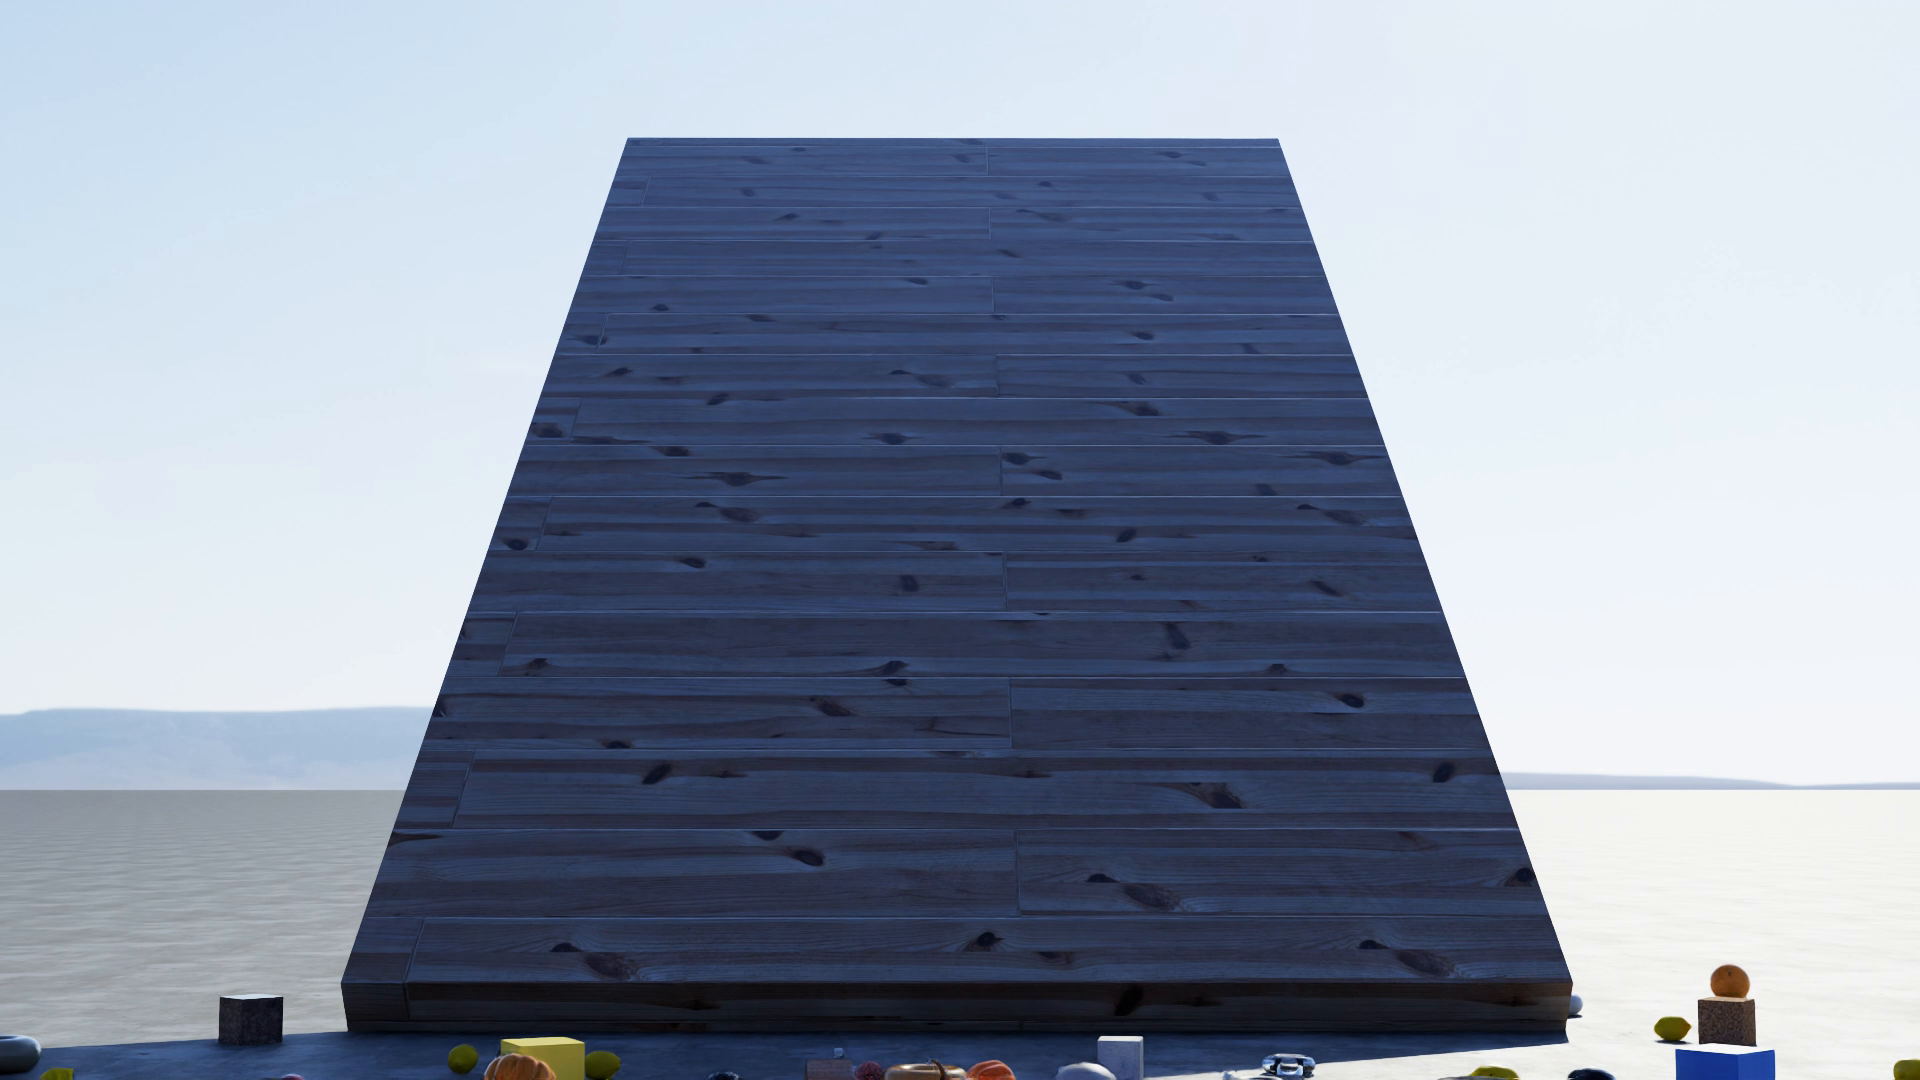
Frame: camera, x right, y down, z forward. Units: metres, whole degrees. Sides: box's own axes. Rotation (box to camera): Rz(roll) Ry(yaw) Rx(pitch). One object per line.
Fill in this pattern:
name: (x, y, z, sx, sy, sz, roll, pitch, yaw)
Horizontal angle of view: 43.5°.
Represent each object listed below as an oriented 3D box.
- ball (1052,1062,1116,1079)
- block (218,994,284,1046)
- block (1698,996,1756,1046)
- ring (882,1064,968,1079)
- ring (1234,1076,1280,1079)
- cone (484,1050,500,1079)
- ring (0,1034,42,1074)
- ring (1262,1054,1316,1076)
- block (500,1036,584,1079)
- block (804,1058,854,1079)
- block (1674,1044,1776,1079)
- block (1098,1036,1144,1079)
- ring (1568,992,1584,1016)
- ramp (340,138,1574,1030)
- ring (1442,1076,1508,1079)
ball: (0.141, 0.635, 2.712, 0.090, 0.090, 0.090, 0, -6, 0)
block: (-1.113, 0.752, 3.773, 0.071, 0.071, 0.071, -6, -8, 44)
block: (1.195, 0.751, 3.747, 0.069, 0.069, 0.069, -4, -7, 34)
ring: (-0.044, 0.701, 3.109, 0.117, 0.039, 0.117, 1, -6, 0)
ring: (0.386, 0.708, 3.107, 0.075, 0.025, 0.075, 1, -6, 0)
cone: (-0.600, 0.692, 3.153, 0.065, 0.065, 0.065, 0, -6, 0)
ring: (-1.372, 0.727, 3.397, 0.140, 0.047, 0.140, -1, -7, 0)
ring: (0.460, 0.734, 3.365, 0.076, 0.025, 0.076, 1, -7, 0)
block: (-0.522, 0.668, 3.005, 0.083, 0.083, 0.083, 3, -6, -27)
block: (-0.157, 0.658, 2.871, 0.054, 0.054, 0.054, 1, -47, -10)
block: (0.926, 0.658, 2.906, 0.084, 0.084, 0.084, 5, -8, -41)
block: (0.219, 0.708, 3.275, 0.058, 0.058, 0.058, -1, -6, 9)
ring: (1.041, 0.816, 4.237, 0.111, 0.037, 0.111, -1, -5, 0)
ramp: (-0.012, -0.215, 5.670, 2.000, 0.100, 4.000, 0, 29, 0)
ring: (0.631, 0.677, 2.903, 0.139, 0.046, 0.139, 1, -6, 0)
